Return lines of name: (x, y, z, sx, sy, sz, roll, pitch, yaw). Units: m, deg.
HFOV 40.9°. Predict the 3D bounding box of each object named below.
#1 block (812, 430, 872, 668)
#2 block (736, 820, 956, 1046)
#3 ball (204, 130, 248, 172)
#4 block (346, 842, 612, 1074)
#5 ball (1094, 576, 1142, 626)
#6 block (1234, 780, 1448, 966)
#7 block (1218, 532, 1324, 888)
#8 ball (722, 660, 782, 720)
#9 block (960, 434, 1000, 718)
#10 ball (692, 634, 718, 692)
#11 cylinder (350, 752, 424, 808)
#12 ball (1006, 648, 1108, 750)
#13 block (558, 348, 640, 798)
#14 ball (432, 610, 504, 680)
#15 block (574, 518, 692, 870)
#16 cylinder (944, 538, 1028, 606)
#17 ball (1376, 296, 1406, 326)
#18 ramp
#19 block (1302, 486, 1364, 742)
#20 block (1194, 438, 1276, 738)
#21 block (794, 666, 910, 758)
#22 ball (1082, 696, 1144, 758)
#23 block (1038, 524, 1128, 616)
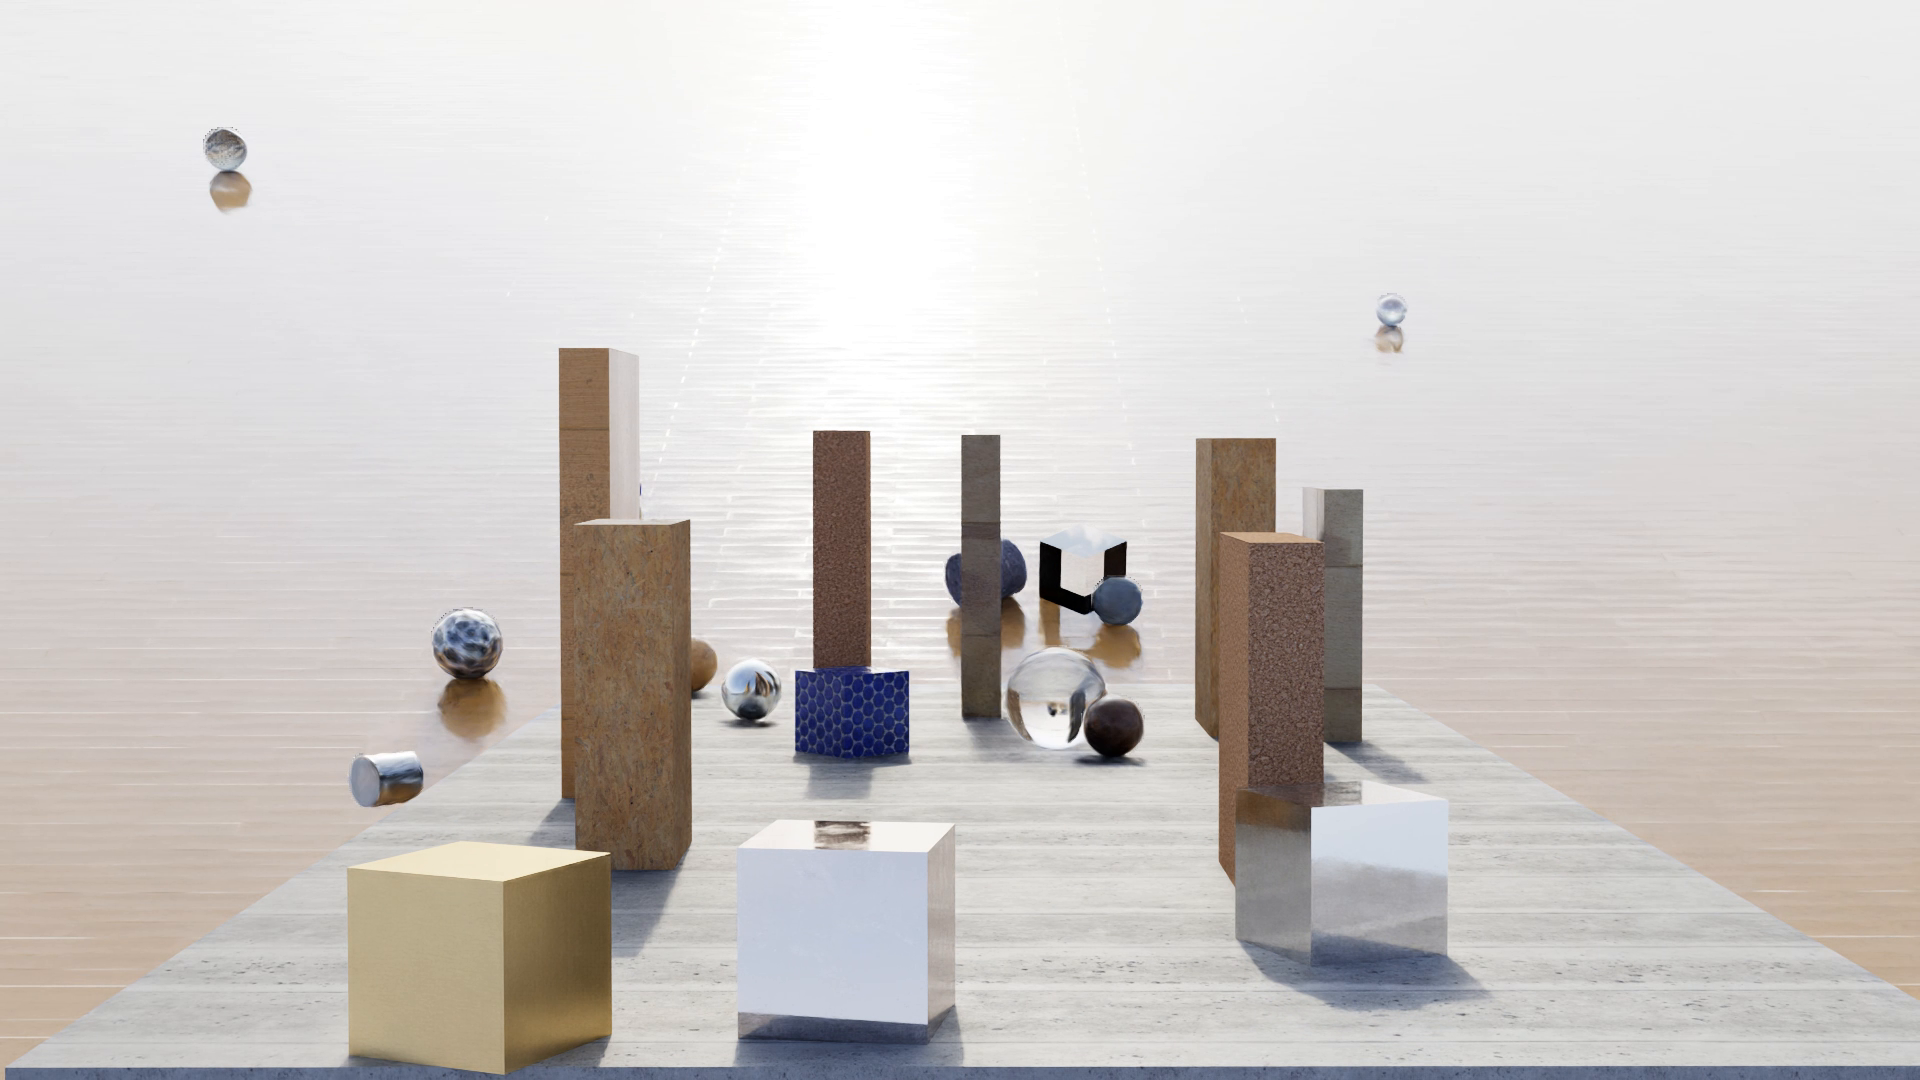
block: (-0.246, 0.090, 5.409, 0.107, 0.639, 0.342, 0, 2, 0)
block: (-0.117, 0.413, 2.741, 0.199, 0.199, 0.199, 0, 2, 8)
ball: (-3.211, -1.706, 11.267, 0.181, 0.181, 0.181, 0, 24, 0)
block: (-0.489, 0.422, 2.633, 0.190, 0.190, 0.190, 1, 2, 26)
ball: (0.433, 0.168, 7.053, 0.135, 0.135, 0.135, 0, 24, 0)
block: (0.463, 0.403, 3.141, 0.187, 0.187, 0.187, -1, 2, -22)
block: (0.430, 0.238, 3.583, 0.100, 0.483, 0.377, 0, 2, 0)
ball: (-0.461, 0.331, 5.692, 0.135, 0.135, 0.135, 0, 24, 0)
block: (0.047, 0.075, 5.878, 0.089, 0.631, 0.266, 0, 2, 0)
ball: (-0.667, 0.303, 6.325, 0.143, 0.143, 0.143, 0, 24, 0)
cylinder: (-1.313, 0.548, 5.900, 0.118, 0.118, 0.118, 22, 16, 40)
ball: (0.192, 0.317, 5.144, 0.205, 0.205, 0.205, 0, 24, 0)
block: (-0.647, 0.050, 4.651, 0.087, 0.778, 0.419, 0, 2, 0)
ball: (-1.290, 0.275, 6.751, 0.183, 0.183, 0.183, 0, 24, 0)
block: (-0.483, 0.221, 3.830, 0.141, 0.498, 0.261, 0, 2, 0)
cylinder: (0.072, 0.095, 7.186, 0.163, 0.163, 0.163, -20, 31, -38)
ball: (1.569, -0.833, 9.367, 0.109, 0.109, 0.109, 0, 24, 0)
ramp: (0.054, 0.493, 4.543, 2.000, 0.100, 4.000, 0, 2, 0)
block: (0.784, 0.149, 5.437, 0.080, 0.518, 0.329, 0, 2, 0)
block: (0.589, 0.093, 5.530, 0.134, 0.623, 0.353, 0, 2, 0)
block: (-0.215, 0.340, 5.122, 0.162, 0.162, 0.162, -2, 3, -41)
ball: (0.299, 0.364, 5.028, 0.120, 0.120, 0.120, 0, 24, 0)
block: (0.344, 0.081, 7.206, 0.172, 0.172, 0.172, 22, 32, 40)
